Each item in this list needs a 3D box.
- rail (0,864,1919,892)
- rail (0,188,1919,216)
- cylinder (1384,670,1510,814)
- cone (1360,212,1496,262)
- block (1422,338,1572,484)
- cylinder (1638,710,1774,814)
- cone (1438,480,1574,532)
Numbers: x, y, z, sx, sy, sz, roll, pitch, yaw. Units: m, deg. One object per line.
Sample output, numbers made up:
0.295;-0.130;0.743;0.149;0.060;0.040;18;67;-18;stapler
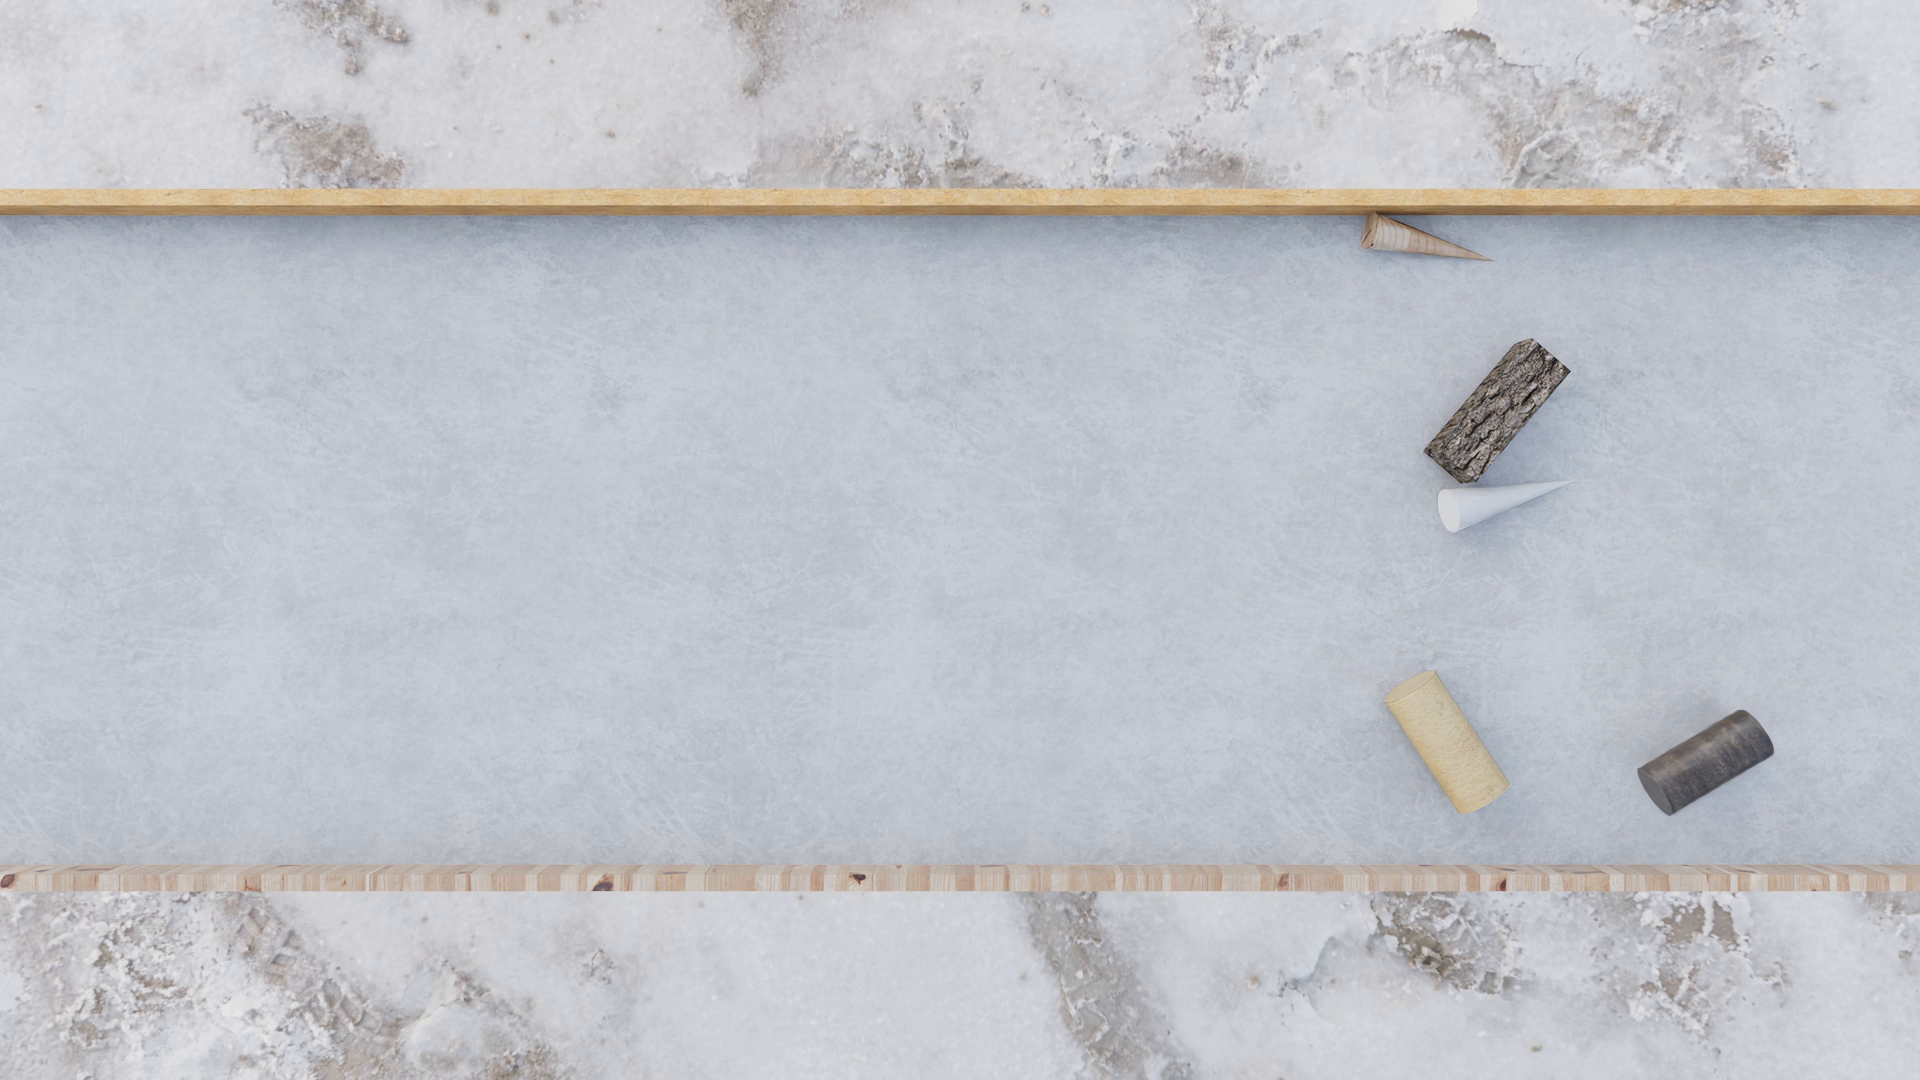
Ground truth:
-2.247;1.025;5.001;12.000;0.150;0.050;0;90;0;rail
-2.247;-1.025;5.002;12.000;0.150;0.050;0;90;0;rail
1.471;0.609;4.988;0.178;0.178;0.402;-34;90;0;cylinder
1.449;-0.900;5.048;0.422;0.115;0.115;12;90;-8;cone
1.624;-0.389;4.999;0.154;0.154;0.435;41;90;0;block
2.256;0.672;4.994;0.354;0.163;0.163;-30;90;0;cylinder
1.693;-0.137;5.043;0.435;0.134;0.134;-13;90;-9;cone
